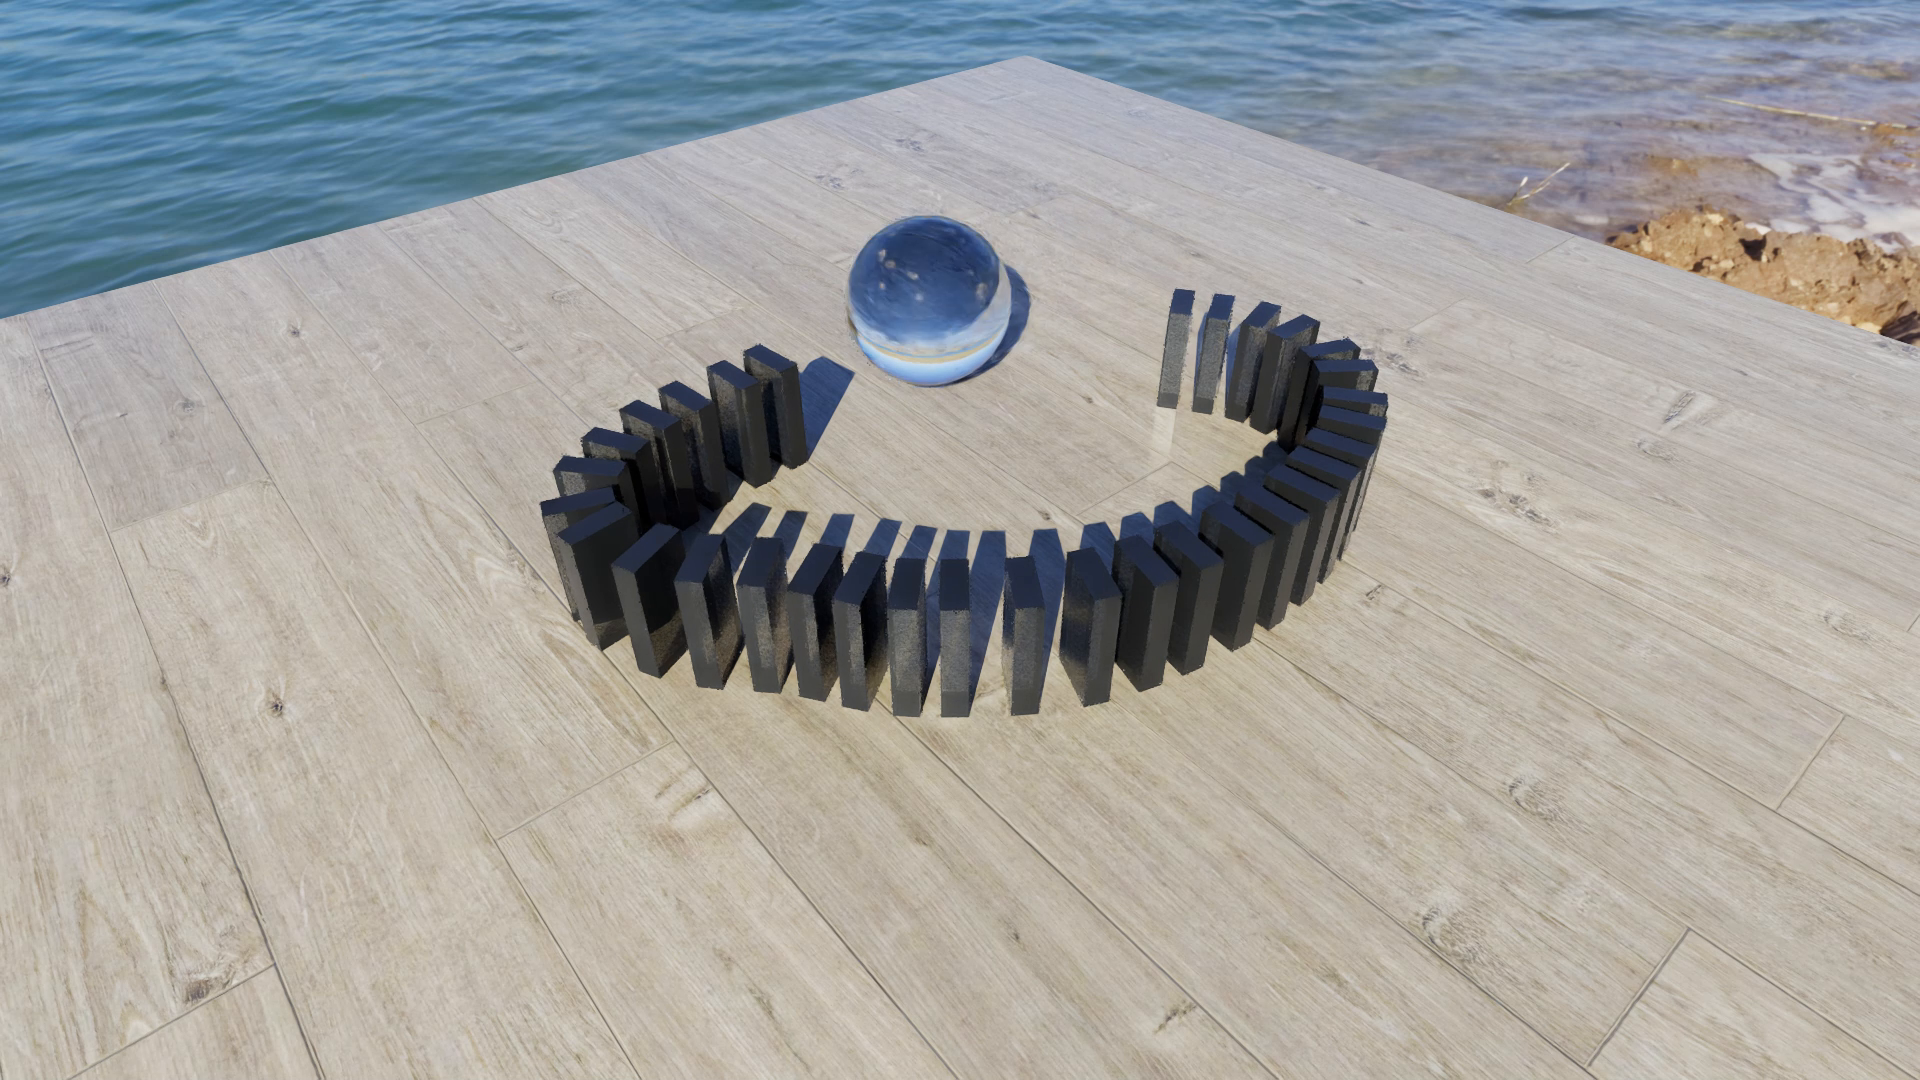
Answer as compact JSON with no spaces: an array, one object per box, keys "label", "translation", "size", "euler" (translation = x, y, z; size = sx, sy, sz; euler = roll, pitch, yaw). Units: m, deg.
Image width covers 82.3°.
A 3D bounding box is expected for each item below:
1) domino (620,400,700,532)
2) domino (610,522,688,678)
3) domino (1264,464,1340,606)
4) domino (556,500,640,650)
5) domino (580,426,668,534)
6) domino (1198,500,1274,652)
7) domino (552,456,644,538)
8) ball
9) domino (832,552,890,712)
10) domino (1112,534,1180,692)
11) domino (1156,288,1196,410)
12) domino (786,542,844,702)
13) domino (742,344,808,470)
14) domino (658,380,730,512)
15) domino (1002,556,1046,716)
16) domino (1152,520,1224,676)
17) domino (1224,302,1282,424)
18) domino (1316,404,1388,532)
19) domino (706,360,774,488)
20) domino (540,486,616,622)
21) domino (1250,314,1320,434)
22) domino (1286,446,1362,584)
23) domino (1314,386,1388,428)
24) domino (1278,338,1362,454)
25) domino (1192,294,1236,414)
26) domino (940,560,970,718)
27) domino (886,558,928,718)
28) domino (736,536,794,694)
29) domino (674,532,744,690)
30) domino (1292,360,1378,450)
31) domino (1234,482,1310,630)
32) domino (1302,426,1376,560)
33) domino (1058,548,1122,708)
[{"label":"domino","translation":[-0.122,-0.030,0.448],"size":[0.025,0.050,0.009],"euler":[25,45,27]},{"label":"domino","translation":[-0.105,0.022,0.385],"size":[0.010,0.050,0.025],"euler":[17,42,19]},{"label":"domino","translation":[0.124,-0.001,0.413],"size":[0.025,0.050,0.009],"euler":[31,49,32]},{"label":"domino","translation":[-0.126,0.013,0.395],"size":[0.010,0.050,0.025],"euler":[29,48,31]},{"label":"domino","translation":[-0.131,-0.019,0.435],"size":[0.025,0.050,0.009],"euler":[14,41,17]},{"label":"domino","translation":[0.096,0.013,0.395],"size":[0.009,0.050,0.025],"euler":[-23,45,-26]},{"label":"domino","translation":[-0.136,-0.008,0.421],"size":[0.025,0.050,0.009],"euler":[6,40,7]},{"label":"ball","translation":[-0.015,-0.114,0.527],"size":[0.080,0.080,0.080],"euler":[0,39,0]},{"label":"domino","translation":[-0.033,0.032,0.373],"size":[0.009,0.050,0.025],"euler":[10,40,12]},{"label":"domino","translation":[0.062,0.026,0.380],"size":[0.009,0.050,0.025],"euler":[-16,42,-19]},{"label":"domino","translation":[0.102,-0.090,0.522],"size":[0.009,0.050,0.025],"euler":[9,40,11]},{"label":"domino","translation":[-0.048,0.029,0.377],"size":[0.010,0.050,0.025],"euler":[10,40,12]},{"label":"domino","translation":[-0.081,-0.058,0.482],"size":[0.025,0.050,0.009],"euler":[30,48,32]},{"label":"domino","translation":[-0.111,-0.039,0.459],"size":[0.025,0.050,0.009],"euler":[30,48,32]},{"label":"domino","translation":[0.021,0.033,0.371],"size":[0.009,0.050,0.025],"euler":[-4,39,-5]},{"label":"domino","translation":[0.077,0.021,0.386],"size":[0.010,0.050,0.025],"euler":[-19,43,-22]},{"label":"domino","translation":[0.136,-0.083,0.512],"size":[0.009,0.050,0.025],"euler":[22,44,25]},{"label":"domino","translation":[0.154,-0.029,0.446],"size":[0.025,0.050,0.010],"euler":[16,42,18]},{"label":"domino","translation":[-0.094,-0.049,0.472],"size":[0.009,0.050,0.025],"euler":[-32,49,-33]},{"label":"domino","translation":[-0.135,0.006,0.404],"size":[0.025,0.050,0.010],"euler":[-14,41,-17]},{"label":"domino","translation":[0.148,-0.075,0.504],"size":[0.025,0.050,0.010],"euler":[-28,47,-29]},{"label":"domino","translation":[0.135,-0.009,0.423],"size":[0.025,0.050,0.009],"euler":[27,46,29]},{"label":"domino","translation":[0.159,-0.039,0.459],"size":[0.025,0.050,0.009],"euler":[9,40,11]},{"label":"domino","translation":[0.159,-0.063,0.489],"size":[0.025,0.050,0.010],"euler":[-12,41,-14]},{"label":"domino","translation":[0.119,-0.087,0.518],"size":[0.009,0.050,0.025],"euler":[12,41,14]},{"label":"domino","translation":[-0.002,0.034,0.370],"size":[0.009,0.050,0.025],"euler":[0,39,0]},{"label":"domino","translation":[-0.017,0.033,0.371],"size":[0.010,0.050,0.025],"euler":[3,39,4]},{"label":"domino","translation":[-0.066,0.026,0.379],"size":[0.009,0.050,0.025],"euler":[4,39,5]},{"label":"domino","translation":[-0.086,0.025,0.381],"size":[0.010,0.050,0.025],"euler":[5,40,6]},{"label":"domino","translation":[0.162,-0.054,0.477],"size":[0.025,0.050,0.009],"euler":[-2,39,-2]},{"label":"domino","translation":[0.110,0.007,0.403],"size":[0.009,0.050,0.025],"euler":[-28,47,-30]},{"label":"domino","translation":[0.144,-0.018,0.433],"size":[0.025,0.050,0.009],"euler":[22,44,25]},{"label":"domino","translation":[0.044,0.030,0.375],"size":[0.010,0.050,0.025],"euler":[-10,40,-12]}]
